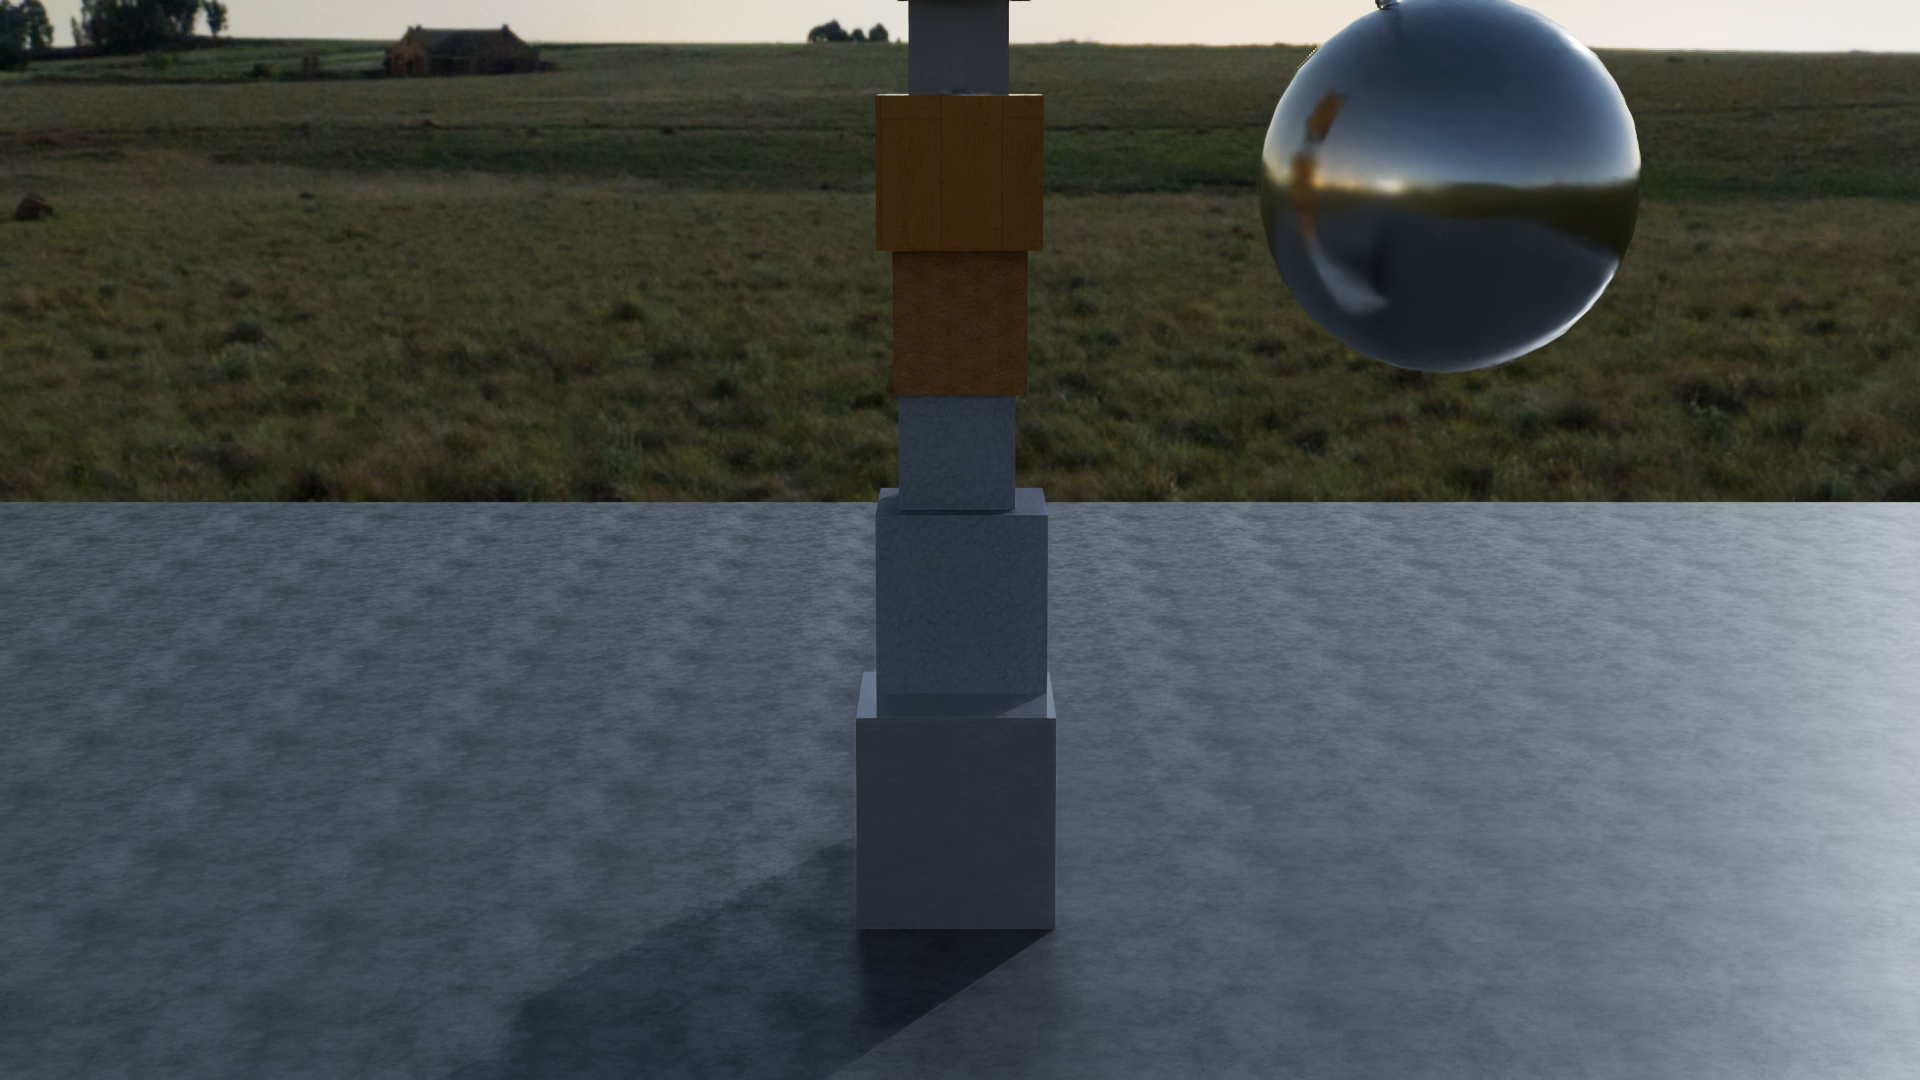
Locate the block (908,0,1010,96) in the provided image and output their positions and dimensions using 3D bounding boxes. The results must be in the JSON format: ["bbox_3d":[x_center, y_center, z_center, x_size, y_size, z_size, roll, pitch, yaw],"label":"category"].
[{"bbox_3d":[-0.005,-2.075,10.803,0.416,0.394,0.420,0,10,0],"label":"block"}]

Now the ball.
[{"bbox_3d":[2.074,-1.510,10.906,1.600,1.600,1.600,0,10,0],"label":"ball"}]

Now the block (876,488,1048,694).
[{"bbox_3d":[0.007,0.209,11.218,0.726,0.770,0.724,0,10,0],"label":"block"}]

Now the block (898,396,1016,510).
[{"bbox_3d":[-0.013,-0.412,11.105,0.494,0.494,0.451,0,10,0],"label":"block"}]

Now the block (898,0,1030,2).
[{"bbox_3d":[0.016,-2.581,10.711,0.570,0.635,0.584,0,10,0],"label":"block"}]

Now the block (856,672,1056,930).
[{"bbox_3d":[-0.016,1.099,10.996,0.821,0.902,0.831,0,10,0],"label":"block"}]

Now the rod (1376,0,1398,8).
[{"bbox_3d":[0.899,-4.649,10.335,0.080,5.200,0.080,-20,10,4],"label":"rod"}]

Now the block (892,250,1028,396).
[{"bbox_3d":[0.000,-0.956,11.007,0.565,0.612,0.512,0,10,0],"label":"block"}]

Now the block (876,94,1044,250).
[{"bbox_3d":[-0.002,-1.569,10.895,0.690,0.634,0.672,0,10,0],"label":"block"}]
